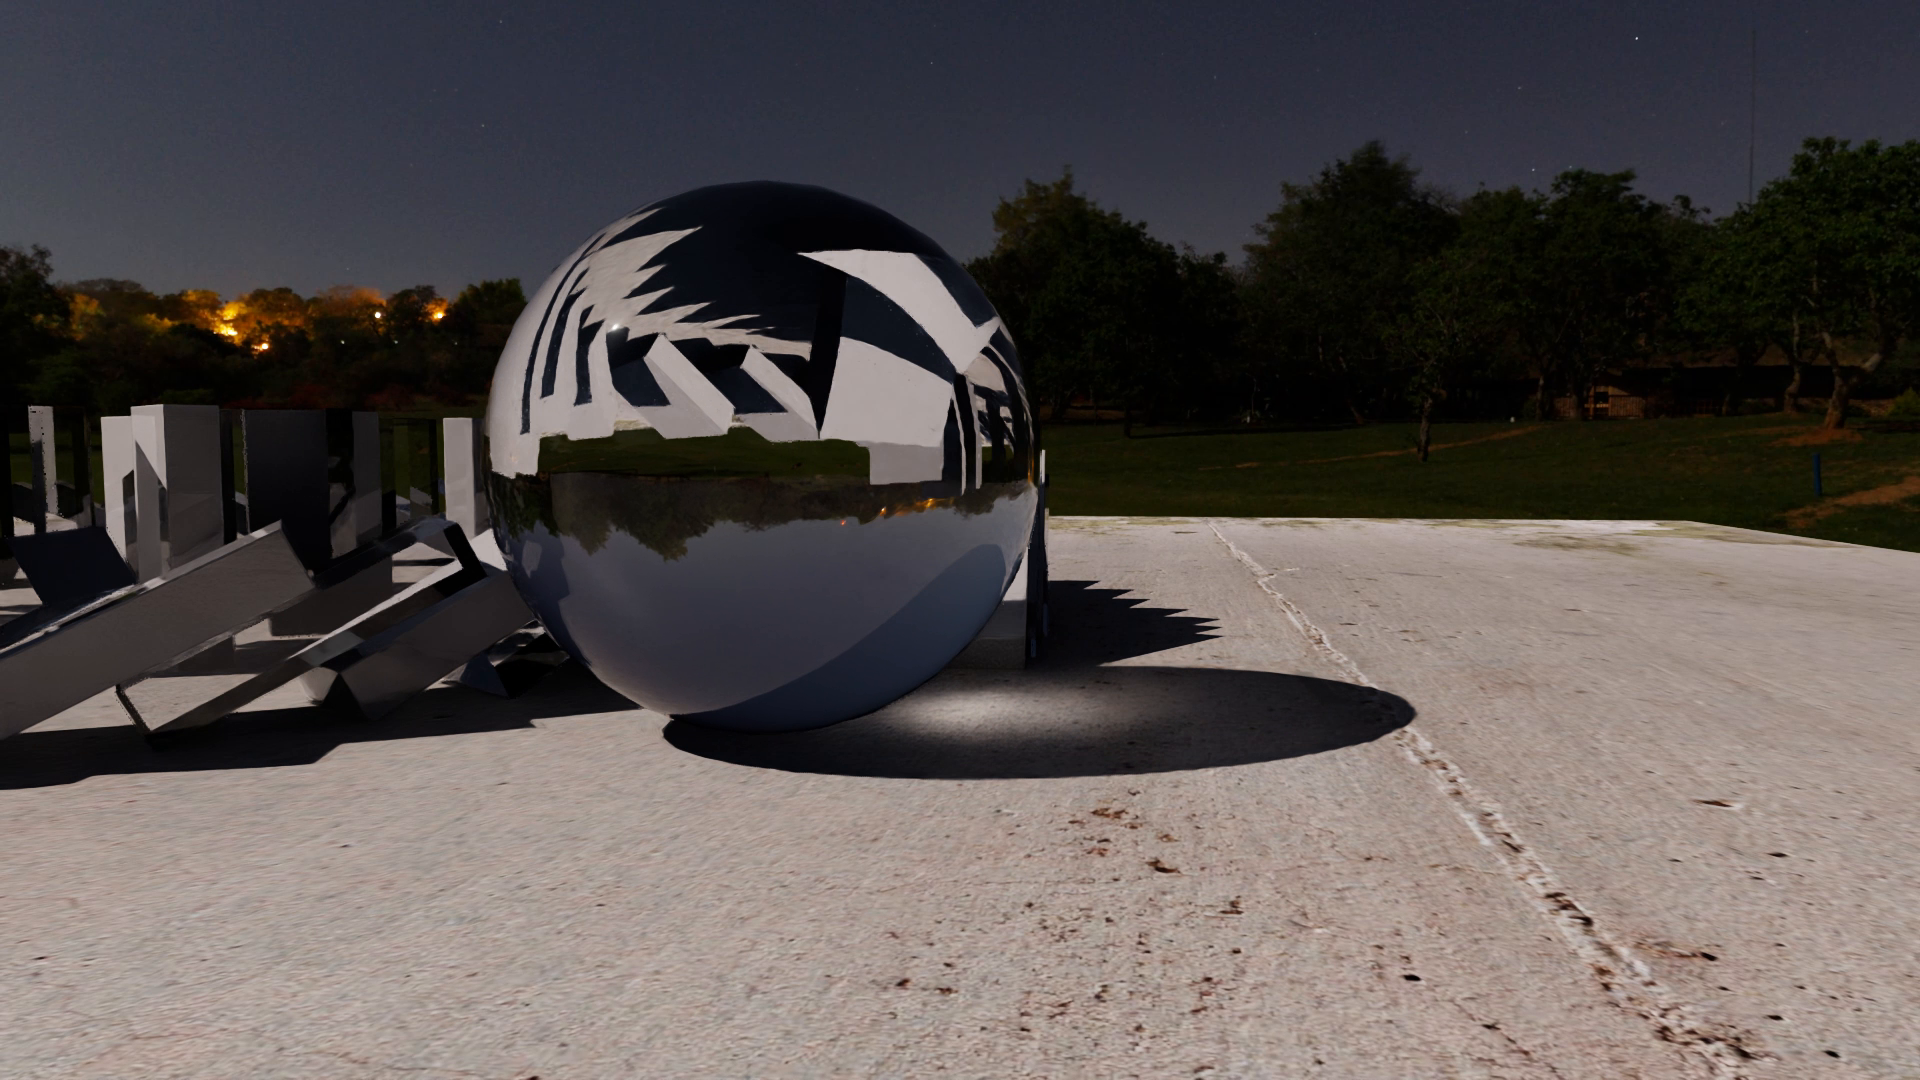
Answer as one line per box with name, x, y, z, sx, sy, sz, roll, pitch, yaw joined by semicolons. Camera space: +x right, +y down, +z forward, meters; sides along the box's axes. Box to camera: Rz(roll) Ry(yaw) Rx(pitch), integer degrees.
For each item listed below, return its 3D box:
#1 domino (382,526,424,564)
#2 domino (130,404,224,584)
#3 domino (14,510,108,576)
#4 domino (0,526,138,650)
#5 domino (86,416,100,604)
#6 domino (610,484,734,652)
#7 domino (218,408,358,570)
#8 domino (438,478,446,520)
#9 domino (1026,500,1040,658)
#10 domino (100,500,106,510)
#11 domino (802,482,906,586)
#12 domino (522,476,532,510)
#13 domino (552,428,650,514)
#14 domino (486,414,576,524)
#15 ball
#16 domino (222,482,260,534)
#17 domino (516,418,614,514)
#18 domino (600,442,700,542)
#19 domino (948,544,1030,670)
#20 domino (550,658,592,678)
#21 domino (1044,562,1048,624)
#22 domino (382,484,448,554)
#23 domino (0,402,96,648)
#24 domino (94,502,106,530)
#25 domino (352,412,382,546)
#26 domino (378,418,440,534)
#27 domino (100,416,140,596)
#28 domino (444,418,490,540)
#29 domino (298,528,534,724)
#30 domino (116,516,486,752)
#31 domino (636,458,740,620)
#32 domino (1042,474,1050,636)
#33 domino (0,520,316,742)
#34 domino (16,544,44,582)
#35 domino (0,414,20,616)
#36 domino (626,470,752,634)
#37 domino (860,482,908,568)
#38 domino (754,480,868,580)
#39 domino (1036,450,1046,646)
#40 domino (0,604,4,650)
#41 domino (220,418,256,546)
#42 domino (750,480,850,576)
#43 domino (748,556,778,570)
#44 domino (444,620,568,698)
domino;-0.220;-0.007;0.461;0.050;0.010;0.025;25;0;-11
domino;-0.157;-0.002;0.258;0.009;0.050;0.025;-4;6;-45
domino;-0.297;-0.003;0.406;0.025;0.009;0.050;4;-20;41
domino;-0.141;0.014;0.169;0.050;0.010;0.025;-27;8;-6
domino;-0.241;-0.008;0.339;0.025;0.050;0.010;2;5;25
domino;-0.066;0.005;0.282;0.025;0.009;0.050;0;34;1
domino;-0.145;-0.003;0.278;0.025;0.050;0.009;0;4;6
domino;-0.175;-0.008;0.470;0.050;0.010;0.025;25;4;-2
domino;0.004;0.002;0.270;0.025;0.009;0.050;0;47;4
domino;-0.264;-0.006;0.441;0.050;0.009;0.025;26;-6;-22
domino;-0.027;-0.003;0.407;0.025;0.009;0.050;-3;30;-36
domino;-0.149;-0.008;0.473;0.050;0.009;0.025;28;11;13
domino;-0.094;-0.008;0.358;0.025;0.050;0.009;-3;-28;-40
domino;-0.124;-0.011;0.378;0.009;0.050;0.025;-6;0;33
ball;-0.028;-0.012;0.189;0.080;0.080;0.080;0;4;0
domino;-0.243;-0.006;0.452;0.050;0.010;0.025;25;-3;-17
domino;-0.109;-0.010;0.370;0.009;0.050;0.025;-24;-12;39
domino;-0.080;-0.005;0.344;0.025;0.050;0.010;-2;-39;-25
domino;0.001;0.003;0.257;0.025;0.009;0.050;0;47;4
domino;-0.062;0.008;0.254;0.025;0.009;0.050;3;31;36
domino;0.008;0.003;0.322;0.025;0.009;0.050;0;30;0
domino;-0.198;-0.007;0.467;0.050;0.009;0.025;25;2;-5
domino;-0.177;-0.001;0.245;0.009;0.050;0.025;-1;4;-14
domino;-0.283;-0.005;0.427;0.050;0.009;0.025;27;-11;-29
domino;-0.150;-0.005;0.300;0.025;0.050;0.009;-3;5;-32
domino;-0.166;-0.011;0.387;0.009;0.050;0.025;0;4;-4
domino;-0.229;-0.009;0.359;0.025;0.050;0.009;3;5;38
domino;-0.143;-0.011;0.386;0.009;0.050;0.025;1;4;12
domino;-0.084;0.011;0.217;0.025;0.009;0.050;6;34;43
domino;-0.101;0.013;0.198;0.050;0.009;0.025;-32;21;-28
domino;-0.069;-0.001;0.325;0.025;0.010;0.050;0;43;-6
domino;0.008;0.002;0.301;0.025;0.010;0.050;0;37;4
domino;-0.120;0.013;0.184;0.050;0.010;0.025;-31;17;-22
domino;-0.310;-0.001;0.387;0.025;0.009;0.050;3;-20;37
domino;-0.249;-0.006;0.316;0.025;0.050;0.009;1;4;10
domino;-0.065;0.002;0.304;0.025;0.010;0.050;0;38;0
domino;-0.010;-0.002;0.388;0.025;0.010;0.050;-2;31;-24
domino;-0.044;-0.004;0.423;0.025;0.010;0.050;-4;31;-43
domino;0.006;0.001;0.284;0.025;0.010;0.050;0;47;4
domino;-0.200;-0.001;0.246;0.009;0.050;0.025;1;4;11
domino;-0.211;-0.011;0.374;0.009;0.050;0.025;-2;5;-29
domino;-0.062;-0.005;0.438;0.025;0.010;0.050;-4;31;-46
domino;-0.083;-0.006;0.450;0.050;0.009;0.025;32;21;29
domino;-0.070;0.009;0.235;0.025;0.009;0.050;7;34;41
